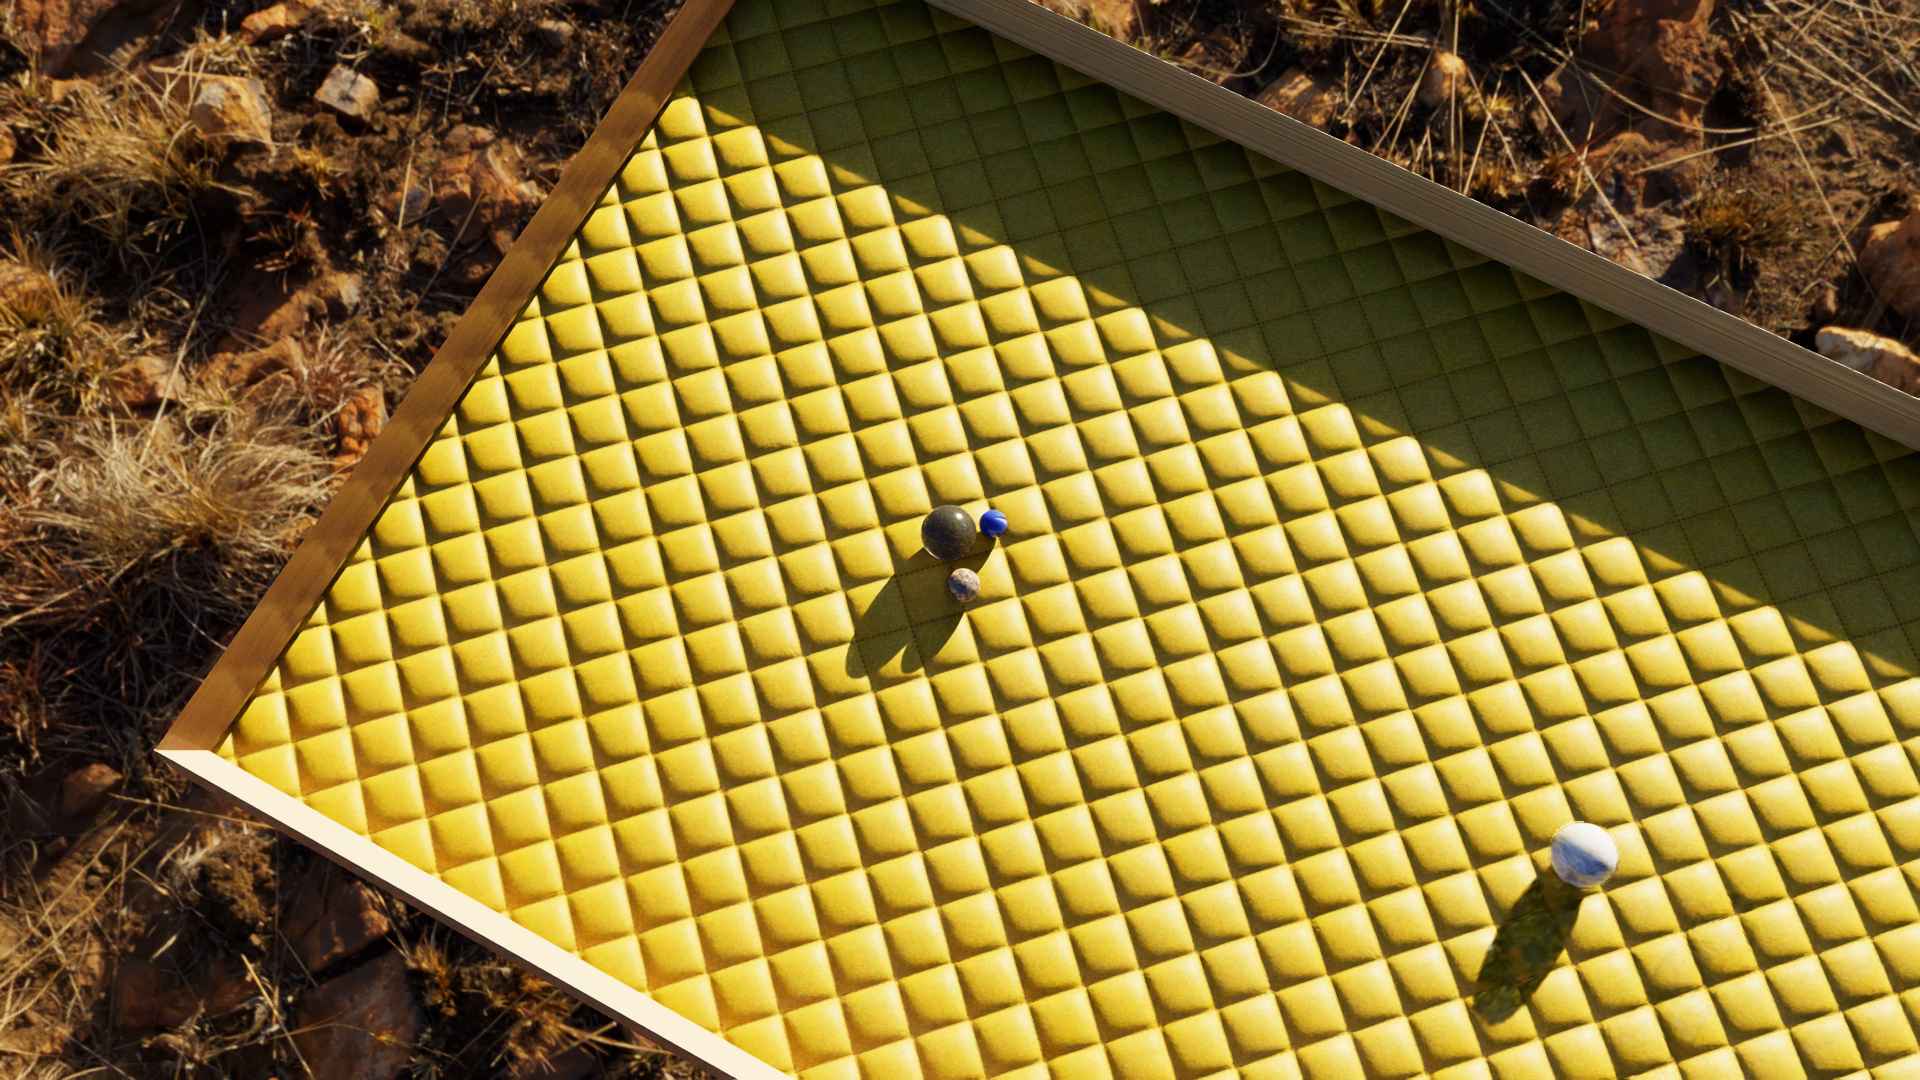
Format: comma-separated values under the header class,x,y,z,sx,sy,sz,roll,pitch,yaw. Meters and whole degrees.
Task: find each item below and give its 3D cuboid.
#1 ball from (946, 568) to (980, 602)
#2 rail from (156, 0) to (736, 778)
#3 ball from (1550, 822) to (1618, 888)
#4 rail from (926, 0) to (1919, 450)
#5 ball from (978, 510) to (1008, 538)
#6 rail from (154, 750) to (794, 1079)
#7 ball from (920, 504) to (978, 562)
class,x,y,z,sx,sy,sz,roll,pitch,yaw
ball,0.005,0.072,3.476,0.055,0.055,0.055,0,68,0
rail,-0.747,-0.387,3.626,0.045,0.126,1.811,27,70,10
ball,0.933,0.472,3.289,0.097,0.097,0.097,0,68,0
rail,1.189,-0.343,3.608,3.495,0.126,0.045,27,70,10
ball,0.053,-0.026,3.521,0.046,0.046,0.046,0,68,0
rail,0.348,1.089,3.017,3.495,0.126,0.045,27,70,10
ball,-0.018,-0.011,3.492,0.090,0.090,0.090,0,68,0
